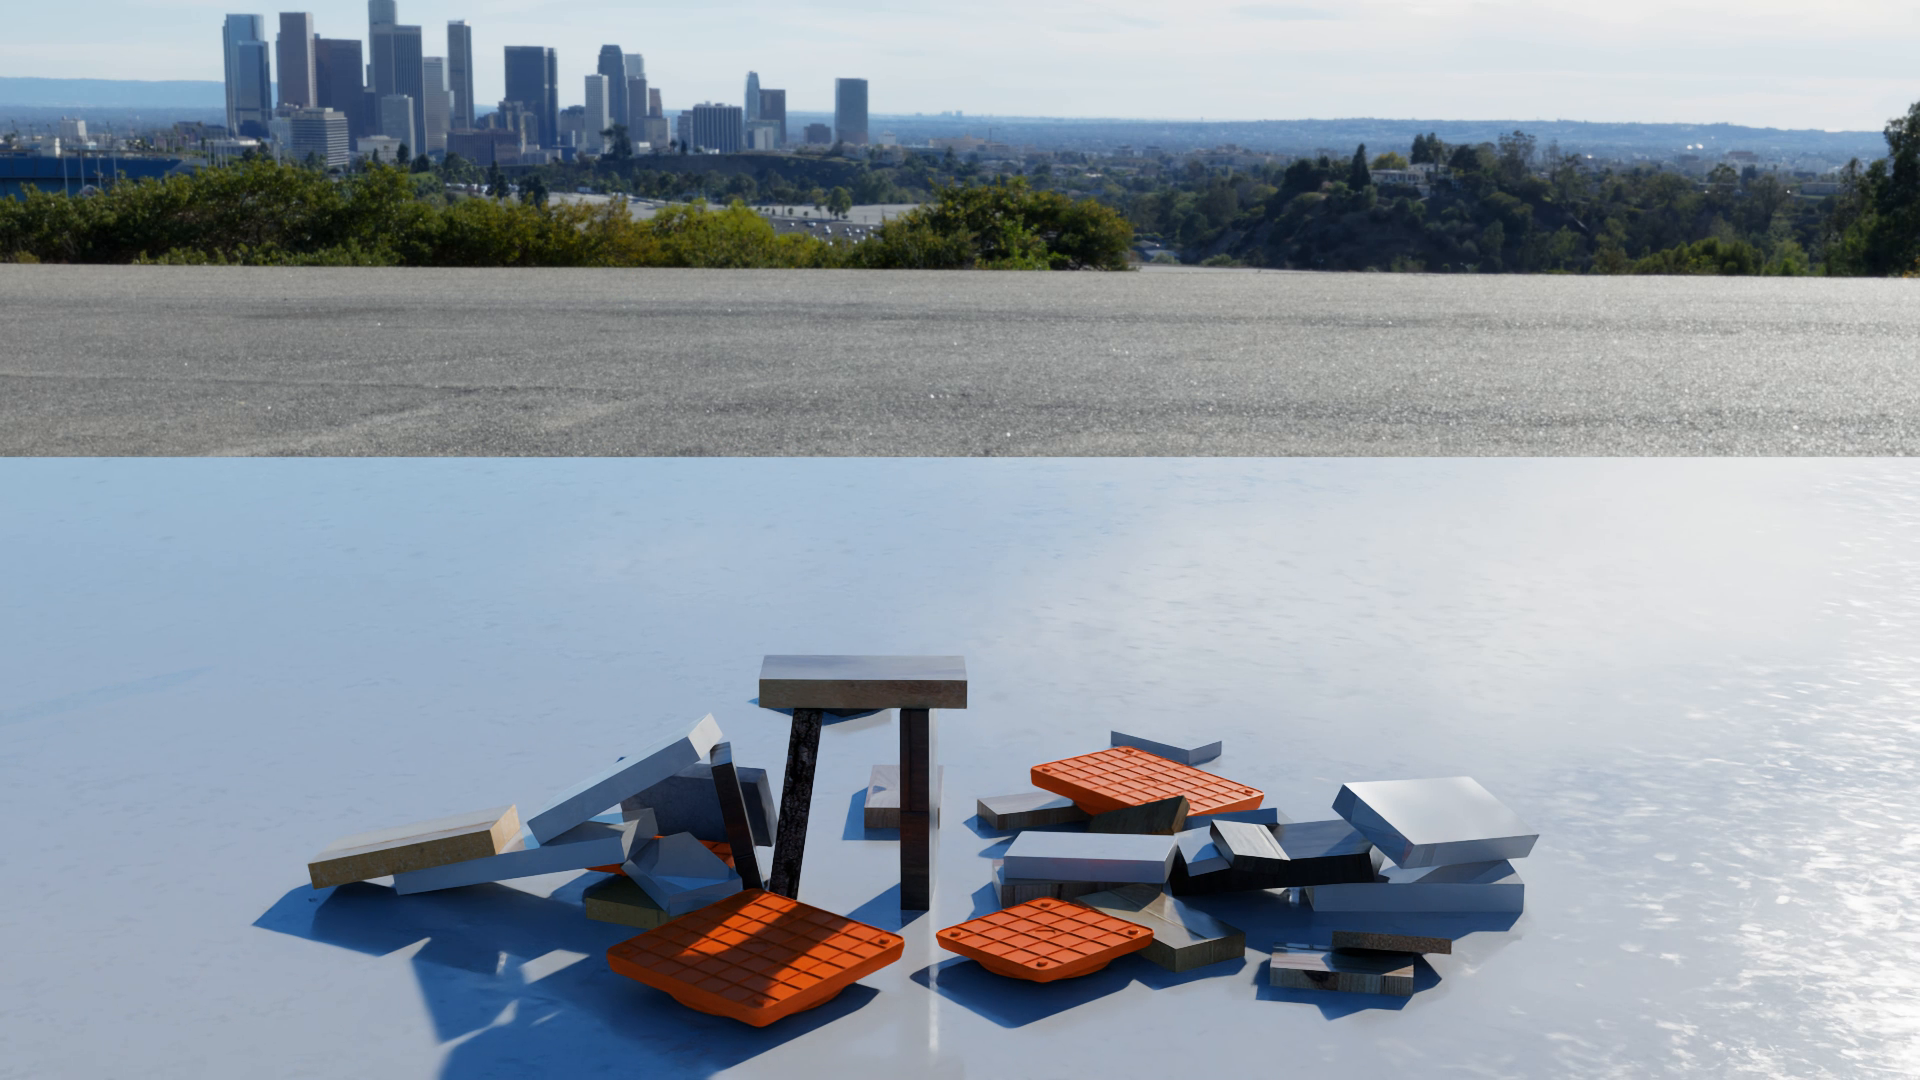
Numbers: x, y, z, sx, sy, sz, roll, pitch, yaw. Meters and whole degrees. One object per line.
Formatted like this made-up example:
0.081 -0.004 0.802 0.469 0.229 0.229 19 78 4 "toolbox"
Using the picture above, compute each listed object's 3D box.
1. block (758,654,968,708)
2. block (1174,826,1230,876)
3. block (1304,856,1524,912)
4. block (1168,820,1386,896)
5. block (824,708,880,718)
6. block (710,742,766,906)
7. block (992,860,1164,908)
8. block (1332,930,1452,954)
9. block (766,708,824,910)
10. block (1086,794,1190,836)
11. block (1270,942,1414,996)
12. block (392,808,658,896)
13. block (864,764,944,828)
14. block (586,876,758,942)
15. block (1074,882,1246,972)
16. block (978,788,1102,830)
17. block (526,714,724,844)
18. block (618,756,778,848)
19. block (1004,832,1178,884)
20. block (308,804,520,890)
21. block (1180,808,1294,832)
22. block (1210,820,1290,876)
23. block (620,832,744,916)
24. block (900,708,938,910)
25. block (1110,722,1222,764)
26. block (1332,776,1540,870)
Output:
-0.158 0.232 3.621 0.335 0.047 0.167 0 11 -2 "block"
0.408 0.516 3.668 0.081 0.023 0.162 -12 10 0 "block"
0.749 0.566 3.664 0.340 0.048 0.170 0 11 1 "block"
0.533 0.526 3.666 0.340 0.048 0.170 -8 11 22 "block"
-0.296 0.339 4.914 0.138 0.039 0.275 -9 14 -41 "block"
-0.367 0.470 3.631 0.035 0.248 0.124 -13 12 -5 "block"
0.194 0.569 3.676 0.268 0.038 0.134 -1 11 -6 "block"
0.656 0.611 3.339 0.162 0.023 0.081 9 -11 -25 "block"
-0.270 0.423 3.641 0.047 0.335 0.167 8 10 -3 "block"
0.305 0.500 3.830 0.183 0.026 0.091 -17 24 30 "block"
0.573 0.643 3.300 0.209 0.030 0.104 2 11 11 "block"
-0.727 0.521 3.685 0.413 0.044 0.157 -10 8 14 "block"
-0.103 0.482 4.146 0.138 0.039 0.275 0 11 1 "block"
-0.465 0.593 3.555 0.248 0.035 0.124 5 12 24 "block"
0.312 0.608 3.466 0.134 0.038 0.268 -6 12 -31 "block"
0.148 0.498 4.083 0.209 0.030 0.104 -4 11 -20 "block"
-0.555 0.396 3.655 0.314 0.044 0.157 -28 5 11 "block"
-0.453 0.448 3.769 0.275 0.138 0.039 3 33 20 "block"
0.219 0.527 3.659 0.268 0.038 0.134 0 10 15 "block"
-0.913 0.514 3.692 0.314 0.044 0.157 -11 8 5 "block"
0.476 0.496 3.812 0.183 0.026 0.091 -9 -24 24 "block"
0.471 0.500 3.586 0.091 0.026 0.183 7 9 -6 "block"
-0.458 0.543 3.593 0.124 0.035 0.248 -11 15 -26 "block"
-0.068 0.425 3.642 0.047 0.335 0.167 1 11 4 "block"
0.423 0.416 4.522 0.104 0.030 0.209 -10 15 -44 "block"
0.796 0.469 3.669 0.340 0.048 0.170 3 28 -41 "block"
